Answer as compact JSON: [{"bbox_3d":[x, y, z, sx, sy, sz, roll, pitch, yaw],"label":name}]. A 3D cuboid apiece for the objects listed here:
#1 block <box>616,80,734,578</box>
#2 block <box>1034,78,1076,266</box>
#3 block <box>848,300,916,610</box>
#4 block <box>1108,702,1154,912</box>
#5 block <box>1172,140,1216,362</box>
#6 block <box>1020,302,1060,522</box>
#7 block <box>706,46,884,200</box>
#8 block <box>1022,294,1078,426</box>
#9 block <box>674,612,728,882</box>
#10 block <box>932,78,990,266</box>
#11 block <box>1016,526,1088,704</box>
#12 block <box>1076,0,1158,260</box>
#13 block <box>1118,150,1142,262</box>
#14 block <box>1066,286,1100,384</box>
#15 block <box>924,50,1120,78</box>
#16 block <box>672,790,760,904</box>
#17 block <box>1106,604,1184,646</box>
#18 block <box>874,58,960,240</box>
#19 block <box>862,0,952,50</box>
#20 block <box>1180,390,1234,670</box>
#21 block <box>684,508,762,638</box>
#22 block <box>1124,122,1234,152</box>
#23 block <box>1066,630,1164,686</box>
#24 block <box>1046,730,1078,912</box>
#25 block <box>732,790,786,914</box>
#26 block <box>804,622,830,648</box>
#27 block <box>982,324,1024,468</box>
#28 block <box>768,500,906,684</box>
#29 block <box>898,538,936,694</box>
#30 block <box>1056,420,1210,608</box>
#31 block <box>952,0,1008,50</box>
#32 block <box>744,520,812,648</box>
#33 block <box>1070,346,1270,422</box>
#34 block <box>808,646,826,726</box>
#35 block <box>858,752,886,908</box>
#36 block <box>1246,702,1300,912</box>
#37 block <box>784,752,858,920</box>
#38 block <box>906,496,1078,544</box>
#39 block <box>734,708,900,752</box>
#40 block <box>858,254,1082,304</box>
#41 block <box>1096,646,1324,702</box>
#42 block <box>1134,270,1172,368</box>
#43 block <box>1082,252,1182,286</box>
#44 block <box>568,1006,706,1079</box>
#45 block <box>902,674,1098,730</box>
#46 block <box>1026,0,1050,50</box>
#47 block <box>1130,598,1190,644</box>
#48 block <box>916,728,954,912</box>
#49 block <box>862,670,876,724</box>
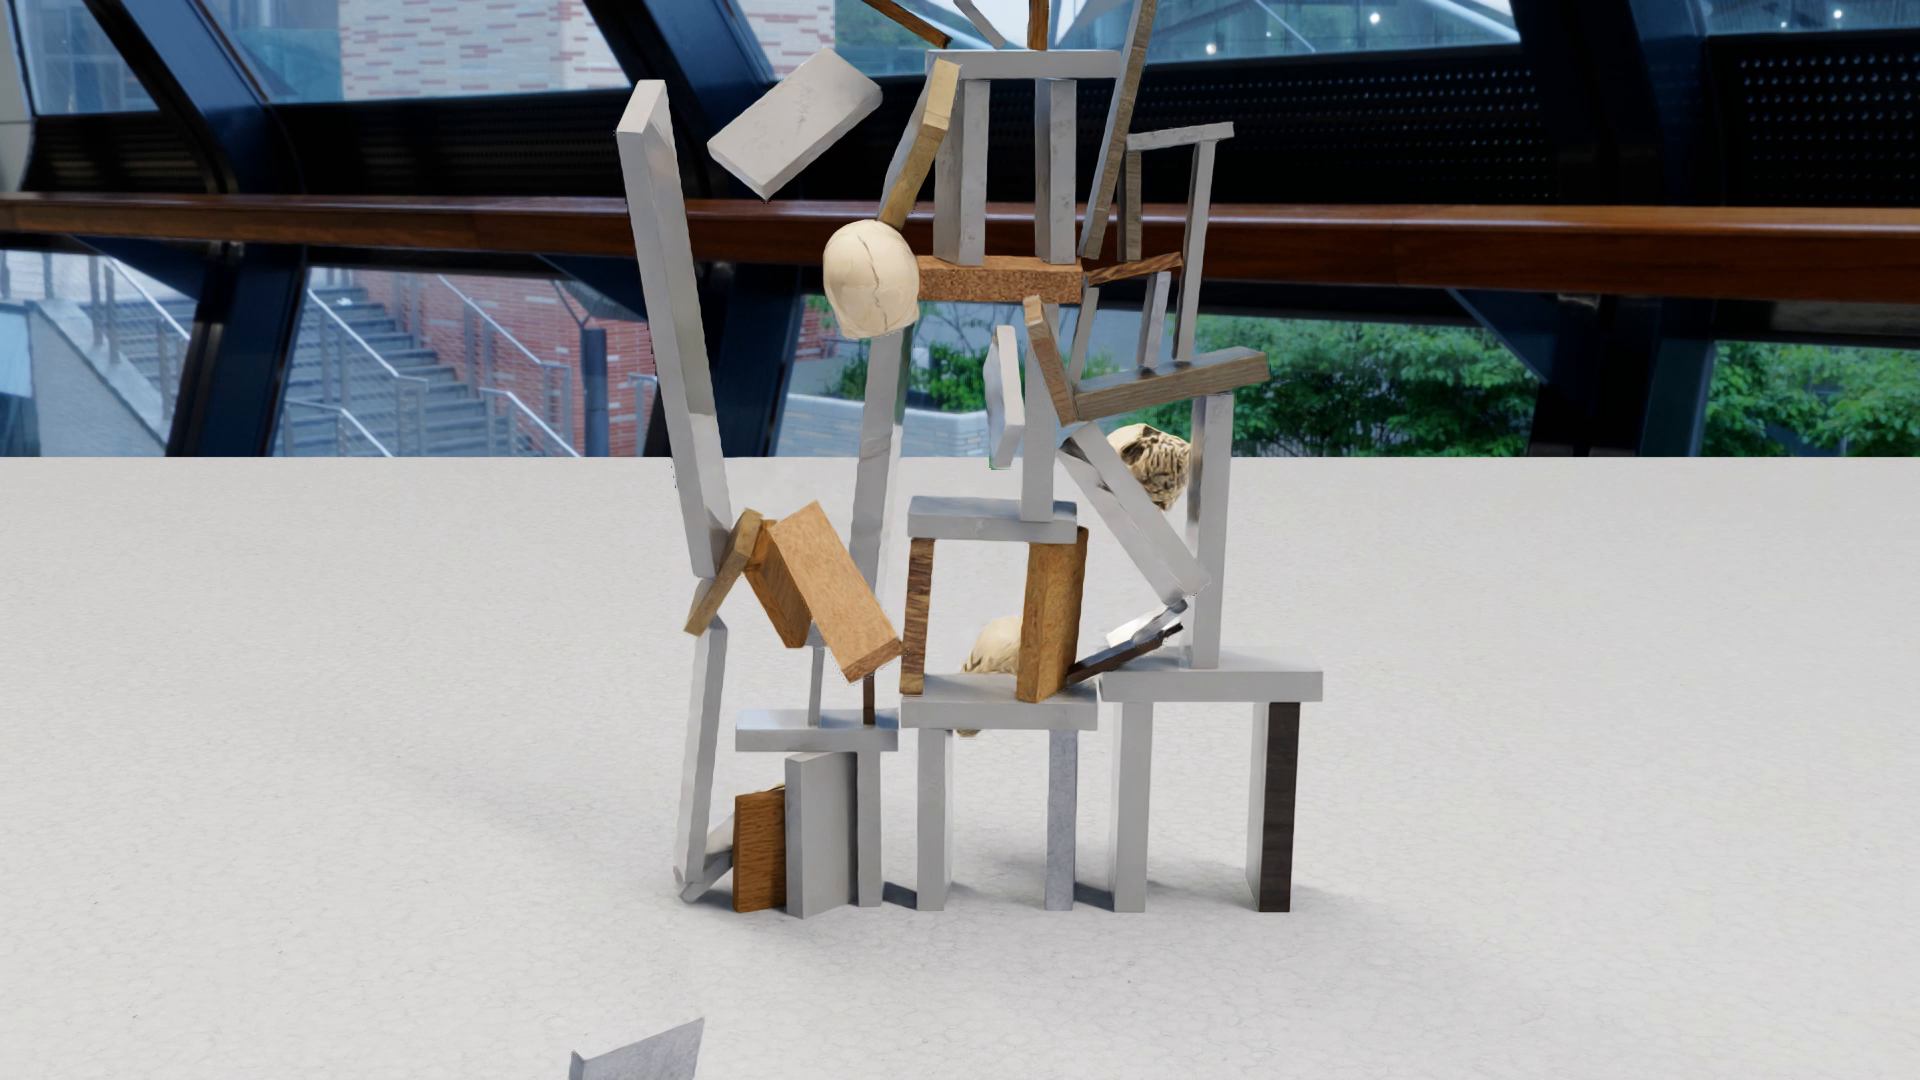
[{"bbox_3d":[-0.402,-0.278,3.163,0.036,0.807,0.126,4,44,7],"label":"block"},{"bbox_3d":[0.146,-0.571,3.393,0.039,0.276,0.138,-3,14,-8],"label":"block"},{"bbox_3d":[-0.129,-0.114,3.486,0.048,0.547,0.169,8,18,3],"label":"block"},{"bbox_3d":[0.281,0.417,3.634,0.050,0.353,0.176,1,11,0],"label":"block"},{"bbox_3d":[0.369,-0.455,3.478,0.024,0.342,0.084,5,7,-1],"label":"block"},{"bbox_3d":[0.126,-0.213,3.430,0.048,0.338,0.169,2,14,2],"label":"block"},{"bbox_3d":[-0.253,-0.645,3.391,0.126,0.036,0.252,40,72,22],"label":"block"},{"bbox_3d":[0.127,-0.252,3.090,0.024,0.168,0.084,-16,32,9],"label":"block"},{"bbox_3d":[-0.421,0.336,3.571,0.029,0.429,0.102,3,14,-18],"label":"block"},{"bbox_3d":[0.001,-0.566,3.362,0.039,0.276,0.138,-2,14,-17],"label":"block"},{"bbox_3d":[0.147,0.117,3.515,0.037,0.264,0.132,13,18,27],"label":"block"},{"bbox_3d":[0.251,-0.669,3.434,0.024,0.464,0.084,12,9,-7],"label":"block"},{"bbox_3d":[0.267,-0.526,3.473,0.024,0.168,0.084,-1,5,-5],"label":"block"},{"bbox_3d":[0.193,-0.326,3.489,0.022,0.152,0.076,12,6,-1],"label":"block"},{"bbox_3d":[0.092,-0.721,3.332,0.276,0.039,0.138,-2,14,-8],"label":"block"},{"bbox_3d":[-0.391,0.509,3.649,0.196,0.028,0.098,-42,23,3],"label":"block"},{"bbox_3d":[0.301,0.150,3.583,0.118,0.017,0.059,-27,34,4],"label":"block"},{"bbox_3d":[-0.063,-0.560,3.166,0.036,0.126,0.252,17,-34,-10],"label":"block"},{"bbox_3d":[-0.080,-0.788,3.328,0.140,0.020,0.070,31,13,-1],"label":"block"},{"bbox_3d":[0.398,-0.026,3.556,0.044,0.443,0.154,2,10,-2],"label":"block"},{"bbox_3d":[-0.372,0.052,3.452,0.029,0.203,0.102,25,40,-13],"label":"block"},{"bbox_3d":[0.339,-0.633,3.457,0.168,0.024,0.084,-8,7,-4],"label":"block"},{"bbox_3d":[0.249,0.185,3.523,0.163,0.017,0.059,-25,10,16],"label":"block"},{"bbox_3d":[0.169,0.435,3.626,0.044,0.313,0.157,2,13,4],"label":"block"},{"bbox_3d":[-0.318,0.506,3.580,0.098,0.196,0.028,-5,18,-25],"label":"block"},{"bbox_3d":[-0.191,0.155,3.572,0.131,0.018,0.065,2,17,3],"label":"block"},{"bbox_3d":[0.056,-0.185,2.826,0.024,0.084,0.168,5,52,-11],"label":"block"},{"bbox_3d":[-0.177,0.062,3.032,0.084,0.024,0.531,-31,25,-3],"label":"block"},{"bbox_3d":[-0.068,0.103,3.553,0.037,0.264,0.132,5,15,0],"label":"block"},{"bbox_3d":[0.270,-0.039,3.476,0.044,0.309,0.154,-35,-4,-10],"label":"block"},{"bbox_3d":[0.016,-0.798,3.315,0.020,0.140,0.070,-42,11,10],"label":"block"},{"bbox_3d":[-0.282,0.071,3.481,0.029,0.203,0.102,-1,52,20],"label":"block"},{"bbox_3d":[0.320,-0.249,3.488,0.309,0.044,0.154,-13,11,-6],"label":"block"},{"bbox_3d":[-0.234,0.230,3.593,0.018,0.130,0.065,5,10,-2],"label":"block"},{"bbox_3d":[-0.147,0.460,3.645,0.037,0.264,0.132,0,11,1],"label":"block"},{"bbox_3d":[0.516,0.417,3.634,0.050,0.353,0.176,1,11,0],"label":"block"},{"bbox_3d":[-0.224,0.472,3.584,0.037,0.264,0.132,9,14,40],"label":"block"},{"bbox_3d":[0.052,-0.033,3.477,0.264,0.037,0.132,2,14,2],"label":"block"},{"bbox_3d":[-0.233,0.312,3.616,0.264,0.037,0.132,0,11,-1],"label":"block"},{"bbox_3d":[0.018,-0.404,3.391,0.338,0.048,0.169,1,14,2],"label":"block"},{"bbox_3d":[0.403,0.218,3.597,0.353,0.050,0.176,0,11,0],"label":"block"},{"bbox_3d":[0.306,-0.350,3.490,0.022,0.152,0.076,8,4,-7],"label":"block"},{"bbox_3d":[0.269,-0.429,3.478,0.152,0.022,0.076,-13,6,-4],"label":"block"},{"bbox_3d":[-0.426,0.685,2.878,0.196,0.098,0.028,-11,31,-45],"label":"block"},{"bbox_3d":[0.065,0.262,3.577,0.313,0.044,0.157,1,13,1],"label":"block"},{"bbox_3d":[0.120,-0.825,3.310,0.024,0.167,0.084,1,17,-3],"label":"block"},{"bbox_3d":[0.312,0.128,3.436,0.059,0.017,0.118,-36,-3,28],"label":"block"},{"bbox_3d":[-0.041,0.436,3.627,0.044,0.313,0.157,2,12,4],"label":"block"},{"bbox_3d":[-0.148,0.229,3.594,0.018,0.131,0.065,0,15,0],"label":"block"}]
